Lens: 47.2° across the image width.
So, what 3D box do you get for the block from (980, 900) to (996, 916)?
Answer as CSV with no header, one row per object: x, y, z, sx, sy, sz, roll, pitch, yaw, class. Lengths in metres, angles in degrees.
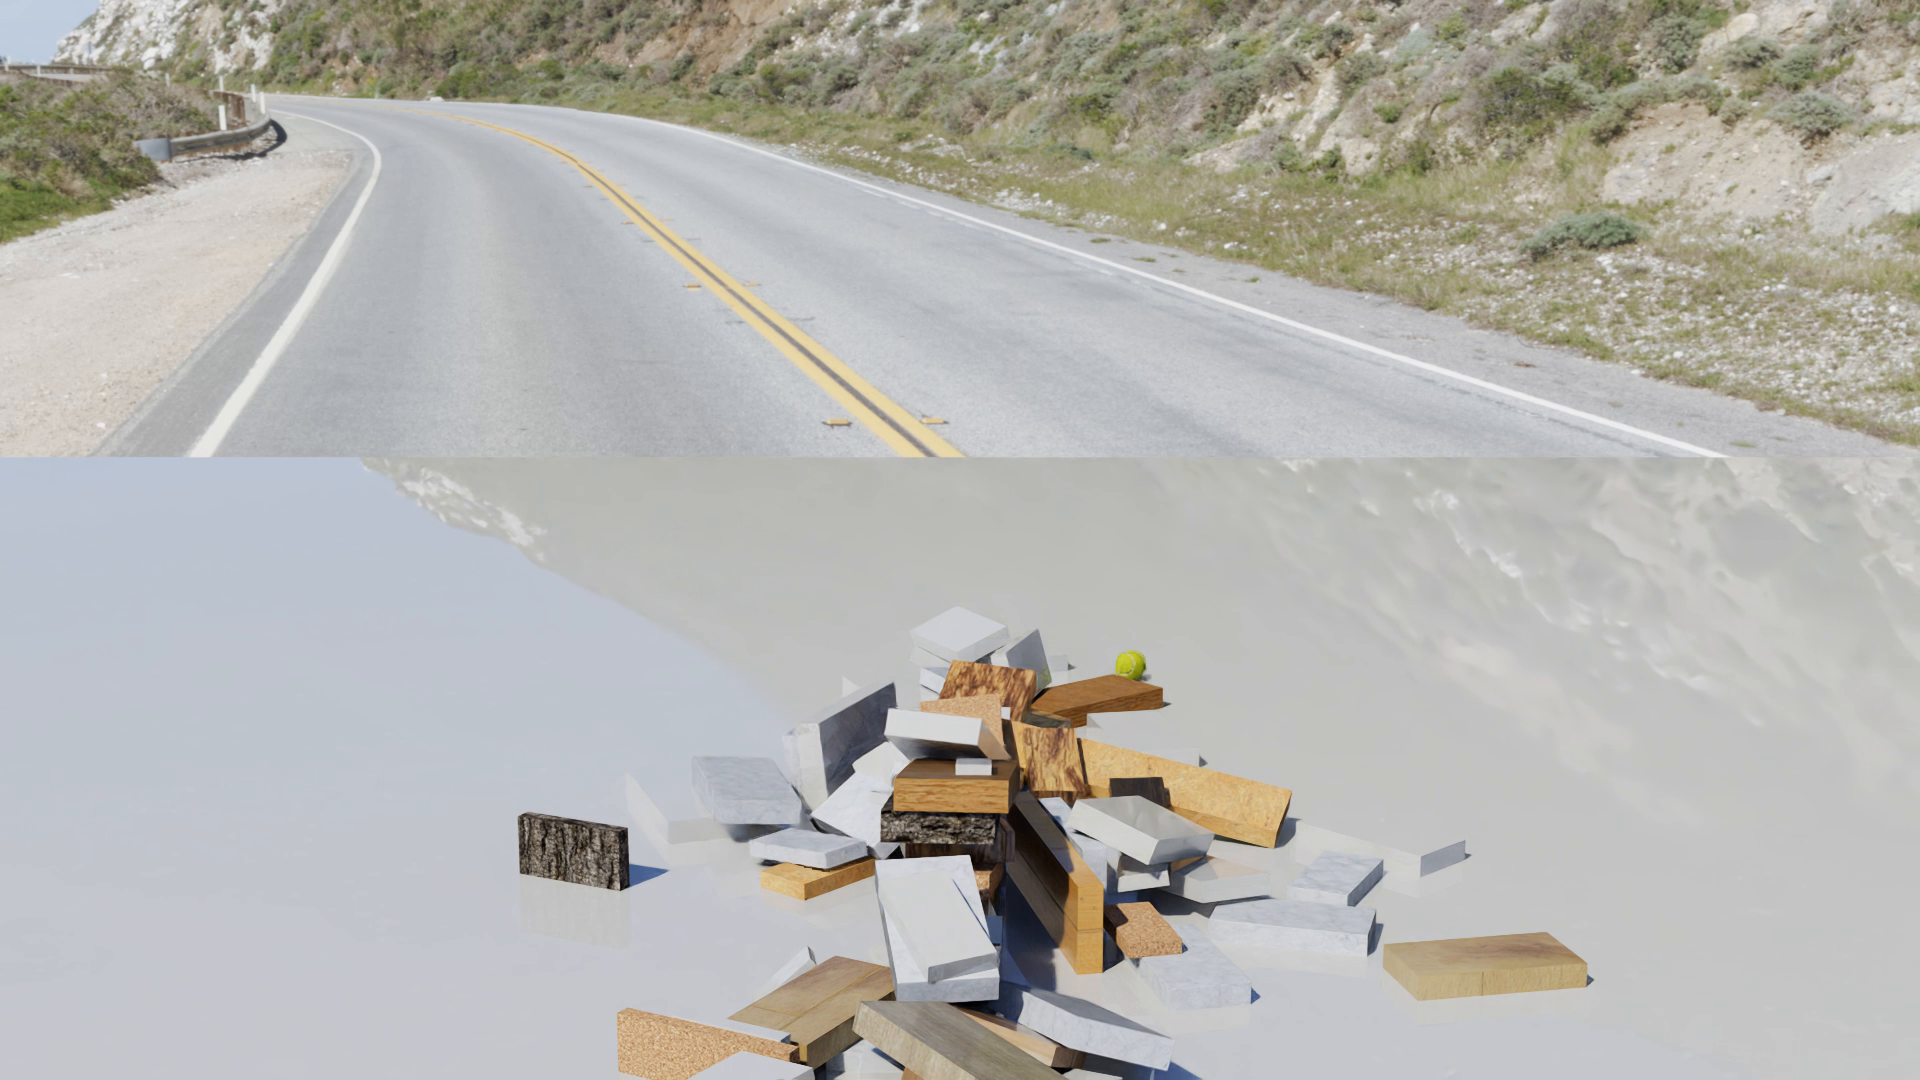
-0.015,0.575,3.358,0.127,0.036,0.255,1,-15,4,block

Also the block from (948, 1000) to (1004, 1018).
-0.012,0.675,3.025,0.114,0.032,0.228,0,2,10,block

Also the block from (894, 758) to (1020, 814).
-0.001,0.373,3.356,0.167,0.047,0.334,1,-1,4,block

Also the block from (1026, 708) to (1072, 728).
0.109,0.389,4.441,0.141,0.040,0.283,15,12,21,block

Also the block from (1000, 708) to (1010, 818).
0.004,0.429,4.098,0.171,0.049,0.343,0,30,3,block

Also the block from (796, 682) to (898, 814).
-0.208,0.395,4.235,0.049,0.171,0.343,-3,8,23,block

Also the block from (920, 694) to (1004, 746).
0.005,0.372,4.002,0.150,0.042,0.300,-6,22,1,block

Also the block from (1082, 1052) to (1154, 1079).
0.205,0.719,2.903,0.092,0.026,0.184,2,11,9,block

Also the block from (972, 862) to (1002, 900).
-0.009,0.509,3.335,0.127,0.036,0.255,1,-1,6,block

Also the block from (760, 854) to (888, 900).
-0.229,0.562,3.740,0.103,0.029,0.205,9,14,40,block

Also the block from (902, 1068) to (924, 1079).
-0.030,0.671,2.679,0.087,0.025,0.174,13,4,4,block

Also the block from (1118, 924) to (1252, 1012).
0.334,0.640,3.303,0.123,0.035,0.247,-3,11,-14,block

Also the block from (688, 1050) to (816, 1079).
-0.331,0.718,2.714,0.288,0.041,0.144,-20,12,-42,block

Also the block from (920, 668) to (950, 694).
0.027,0.310,4.599,0.123,0.035,0.246,2,9,-29,block

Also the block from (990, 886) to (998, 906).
-0.006,0.562,3.514,0.127,0.036,0.255,1,-7,3,block

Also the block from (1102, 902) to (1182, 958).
0.274,0.597,3.374,0.084,0.024,0.167,-2,11,-12,block

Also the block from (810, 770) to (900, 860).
-0.157,0.480,3.843,0.118,0.033,0.236,-42,26,-19,block

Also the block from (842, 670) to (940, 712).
-0.117,0.338,4.647,0.162,0.046,0.324,-4,11,-22,block

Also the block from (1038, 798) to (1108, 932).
0.182,0.531,3.608,0.039,0.139,0.278,-2,11,-13,block

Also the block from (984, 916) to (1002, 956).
-0.008,0.587,3.257,0.135,0.038,0.271,2,-15,1,block

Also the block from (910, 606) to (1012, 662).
-0.001,0.232,5.336,0.141,0.040,0.283,-27,19,-19,block

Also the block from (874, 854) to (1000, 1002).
-0.035,0.532,3.018,0.135,0.038,0.271,-2,28,-8,block

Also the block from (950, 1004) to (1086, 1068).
0.065,0.651,2.886,0.184,0.026,0.092,13,-7,32,block

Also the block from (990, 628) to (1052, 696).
0.134,0.278,4.745,0.035,0.123,0.246,-13,6,20,block

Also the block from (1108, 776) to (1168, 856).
0.321,0.495,3.877,0.096,0.027,0.192,-1,37,-3,block

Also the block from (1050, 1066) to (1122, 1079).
0.090,0.708,2.829,0.114,0.032,0.228,-9,3,-41,block

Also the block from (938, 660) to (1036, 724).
0.030,0.370,4.290,0.171,0.049,0.343,7,37,11,block

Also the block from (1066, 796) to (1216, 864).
0.302,0.477,3.631,0.151,0.043,0.301,24,5,24,block

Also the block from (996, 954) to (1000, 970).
-0.018,0.603,3.153,0.135,0.038,0.271,5,-15,5,block

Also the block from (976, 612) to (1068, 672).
0.096,0.251,5.387,0.141,0.040,0.505,-4,11,-21,block

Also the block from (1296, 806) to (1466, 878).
0.741,0.531,3.884,0.133,0.038,0.266,-10,14,-42,block

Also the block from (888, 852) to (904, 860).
-0.080,0.560,3.788,0.106,0.015,0.053,10,14,43,block
